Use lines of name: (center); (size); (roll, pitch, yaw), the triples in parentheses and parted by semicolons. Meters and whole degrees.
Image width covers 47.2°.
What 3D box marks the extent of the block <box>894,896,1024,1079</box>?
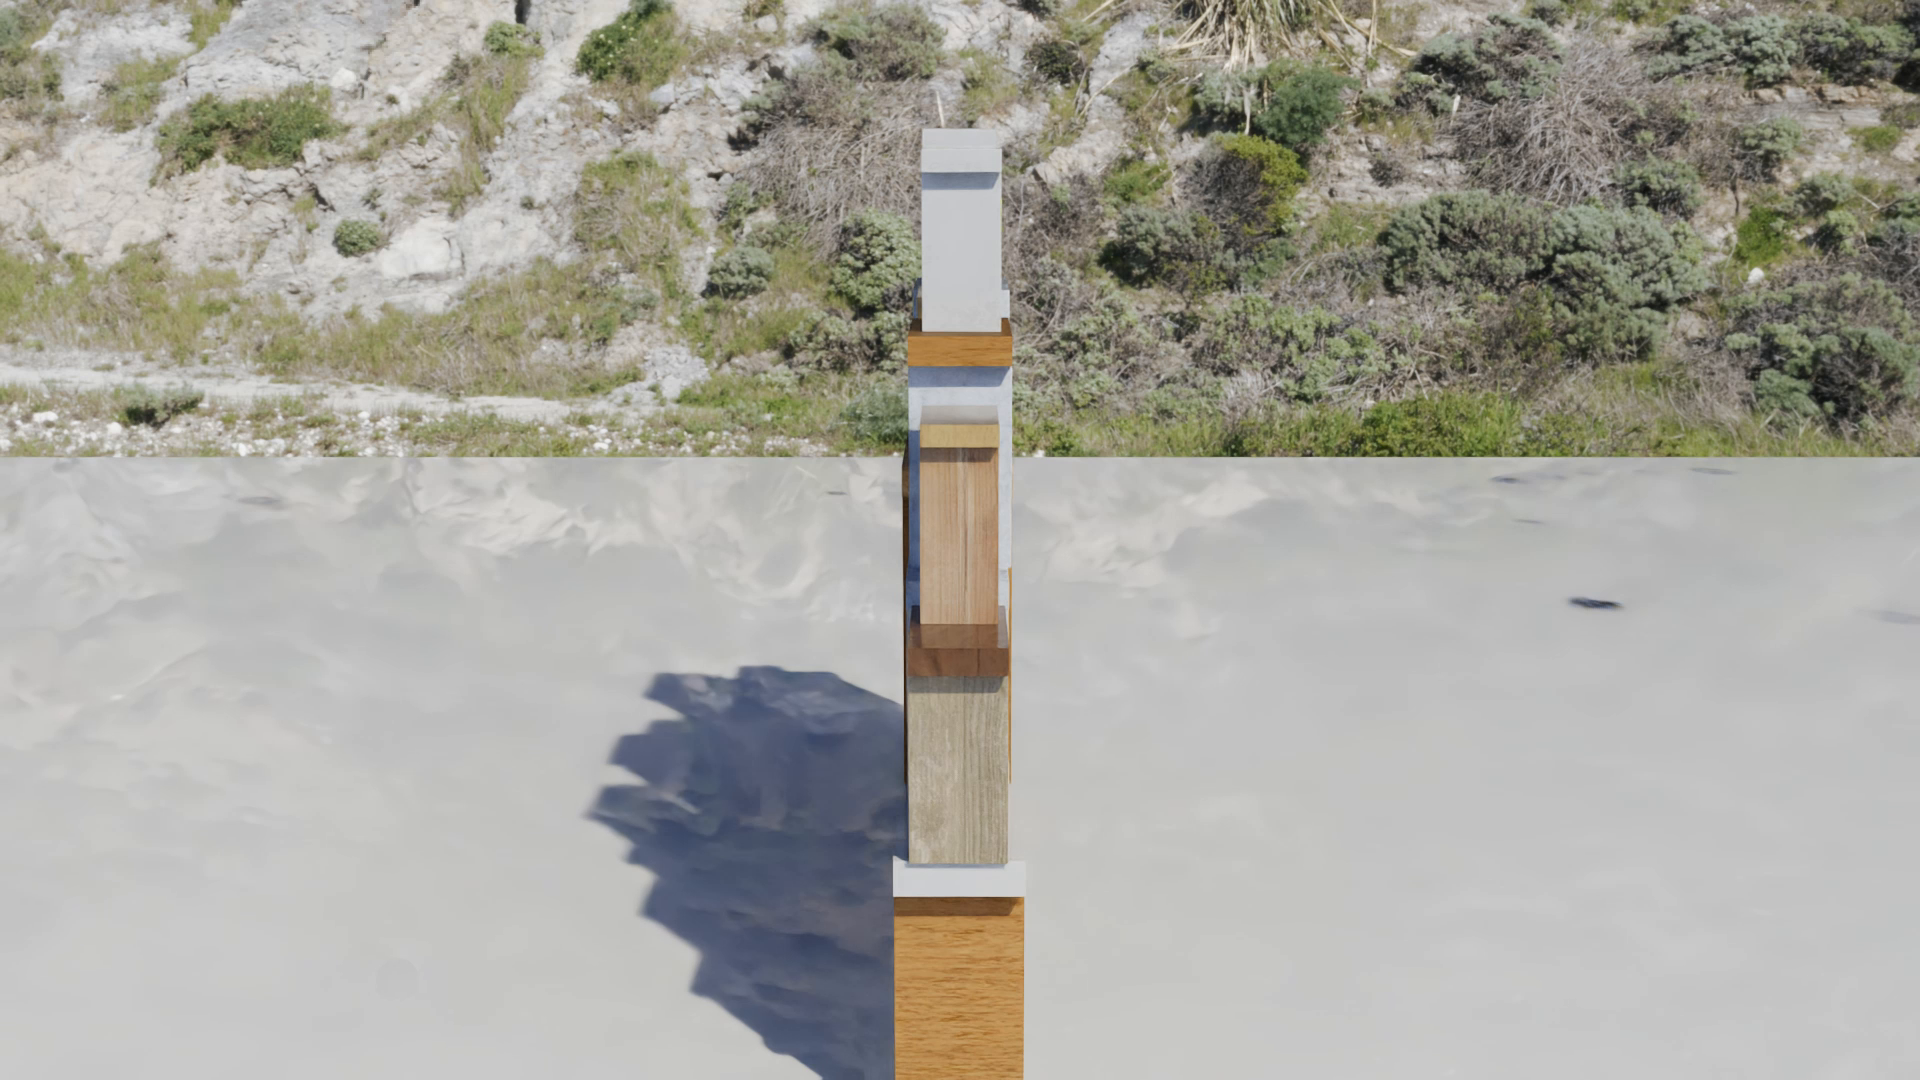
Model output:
block: (-0.001, 0.589, 2.787); (0.162, 0.325, 0.046); (0, 11, 0)

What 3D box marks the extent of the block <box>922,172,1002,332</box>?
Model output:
block: (0.002, -0.382, 2.917); (0.105, 0.210, 0.030); (0, 11, 0)

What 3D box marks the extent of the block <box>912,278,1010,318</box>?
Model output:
block: (0.003, -0.440, 3.977); (0.167, 0.047, 0.334); (0, 11, 0)

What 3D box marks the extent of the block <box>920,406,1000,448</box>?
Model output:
block: (-0.001, -0.144, 2.775); (0.097, 0.028, 0.194); (0, 11, 0)

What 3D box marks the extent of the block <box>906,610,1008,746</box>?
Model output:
block: (-0.003, 0.214, 2.925); (0.134, 0.268, 0.038); (0, 11, 0)

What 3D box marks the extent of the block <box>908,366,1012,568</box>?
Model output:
block: (0.000, -0.101, 2.933); (0.136, 0.273, 0.039); (0, 11, 0)

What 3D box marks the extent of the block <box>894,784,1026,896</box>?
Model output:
block: (-0.001, 0.386, 2.860); (0.162, 0.046, 0.325); (0, 11, 0)

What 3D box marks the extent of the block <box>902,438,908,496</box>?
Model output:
block: (-0.004, -0.125, 3.674); (0.176, 0.050, 0.352); (0, 10, 0)

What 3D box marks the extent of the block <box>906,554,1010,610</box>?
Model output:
block: (-0.003, 0.048, 2.985); (0.134, 0.038, 0.268); (0, 11, 0)

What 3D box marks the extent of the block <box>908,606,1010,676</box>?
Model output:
block: (-0.002, 0.123, 2.735); (0.121, 0.034, 0.241); (0, 11, 0)

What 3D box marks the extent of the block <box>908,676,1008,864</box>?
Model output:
block: (-0.002, 0.273, 2.681); (0.121, 0.241, 0.034); (0, 11, 0)

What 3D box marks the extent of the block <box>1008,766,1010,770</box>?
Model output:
block: (0.002, 0.329, 3.410); (0.142, 0.040, 0.283); (0, 11, 0)

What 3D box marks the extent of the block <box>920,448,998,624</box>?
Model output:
block: (-0.001, -0.008, 2.734); (0.097, 0.225, 0.028); (0, 10, 0)

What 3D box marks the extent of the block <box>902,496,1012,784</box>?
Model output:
block: (-0.004, 0.160, 3.608); (0.176, 0.488, 0.050); (0, 11, 0)

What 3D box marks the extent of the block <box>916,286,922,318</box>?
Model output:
block: (-0.003, -0.365, 3.380); (0.123, 0.035, 0.247); (0, 10, 0)

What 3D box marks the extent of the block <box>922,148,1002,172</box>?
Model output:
block: (0.002, -0.513, 2.964); (0.105, 0.030, 0.210); (0, 11, 0)

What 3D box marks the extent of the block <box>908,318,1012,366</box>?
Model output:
block: (0.000, -0.270, 2.994); (0.136, 0.039, 0.273); (0, 11, 0)

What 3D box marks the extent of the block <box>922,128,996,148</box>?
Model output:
block: (-0.001, -0.601, 3.298); (0.107, 0.030, 0.214); (0, 10, 0)
